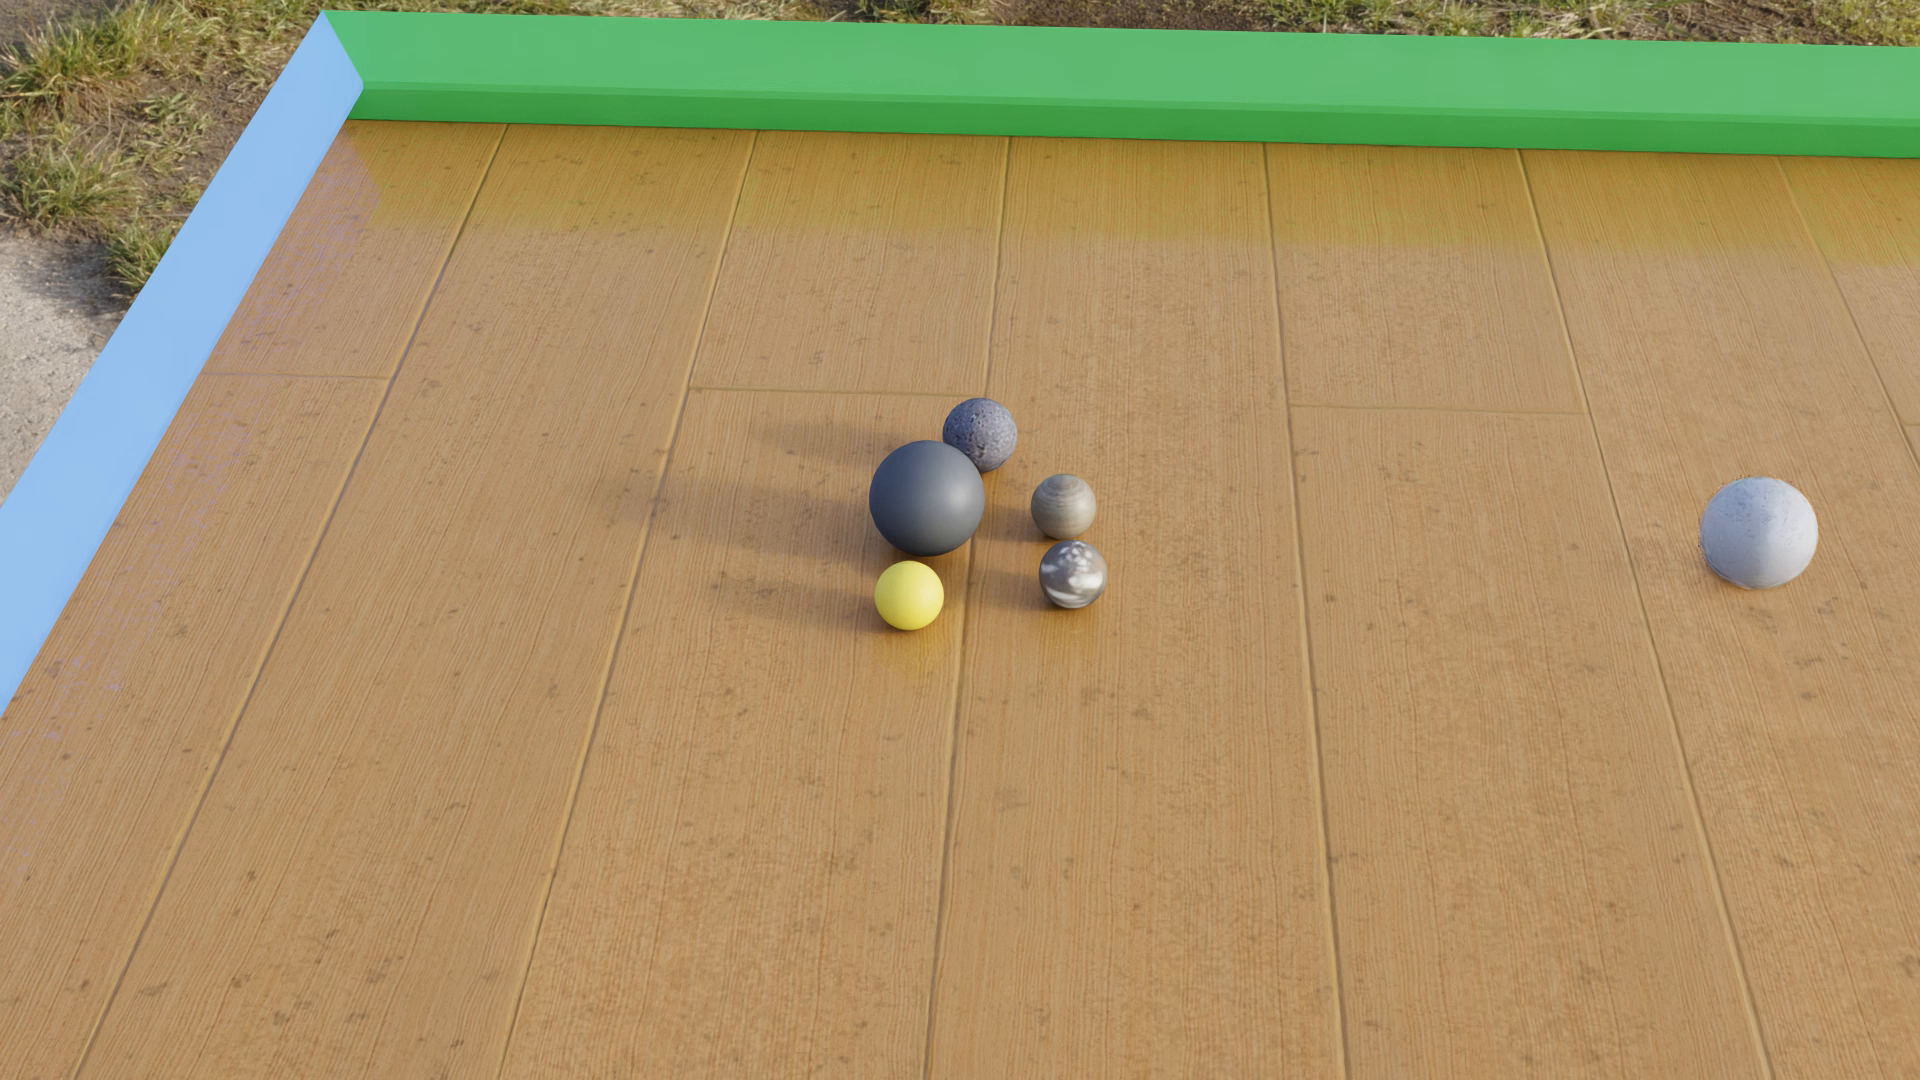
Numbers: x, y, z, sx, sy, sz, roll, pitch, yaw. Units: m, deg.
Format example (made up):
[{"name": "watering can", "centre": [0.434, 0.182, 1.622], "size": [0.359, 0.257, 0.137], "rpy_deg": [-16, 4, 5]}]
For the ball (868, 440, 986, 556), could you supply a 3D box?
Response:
[{"name": "ball", "centre": [-0.025, -0.031, 1.936], "size": [0.088, 0.088, 0.088], "rpy_deg": [0, 35, 0]}]

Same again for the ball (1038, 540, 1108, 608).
[{"name": "ball", "centre": [0.083, 0.025, 1.887], "size": [0.051, 0.051, 0.051], "rpy_deg": [0, 35, 0]}]

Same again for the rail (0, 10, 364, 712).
[{"name": "rail", "centre": [-0.644, -0.044, 1.929], "size": [0.045, 0.114, 1.493], "rpy_deg": [2, 35, 3]}]

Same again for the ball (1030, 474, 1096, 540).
[{"name": "ball", "centre": [0.079, -0.026, 1.960], "size": [0.051, 0.051, 0.051], "rpy_deg": [0, 35, 0]}]

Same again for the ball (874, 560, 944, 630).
[{"name": "ball", "centre": [-0.037, 0.040, 1.866], "size": [0.051, 0.051, 0.051], "rpy_deg": [0, 35, 0]}]

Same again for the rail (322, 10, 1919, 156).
[{"name": "rail", "centre": [0.708, -0.415, 2.460], "size": [2.675, 0.114, 0.045], "rpy_deg": [2, 35, 3]}]

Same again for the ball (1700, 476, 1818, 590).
[{"name": "ball", "centre": [0.592, -0.005, 1.902], "size": [0.084, 0.084, 0.084], "rpy_deg": [0, 35, 0]}]

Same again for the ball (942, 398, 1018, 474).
[{"name": "ball", "centre": [0.016, -0.083, 2.034], "size": [0.060, 0.060, 0.060], "rpy_deg": [0, 35, 0]}]
